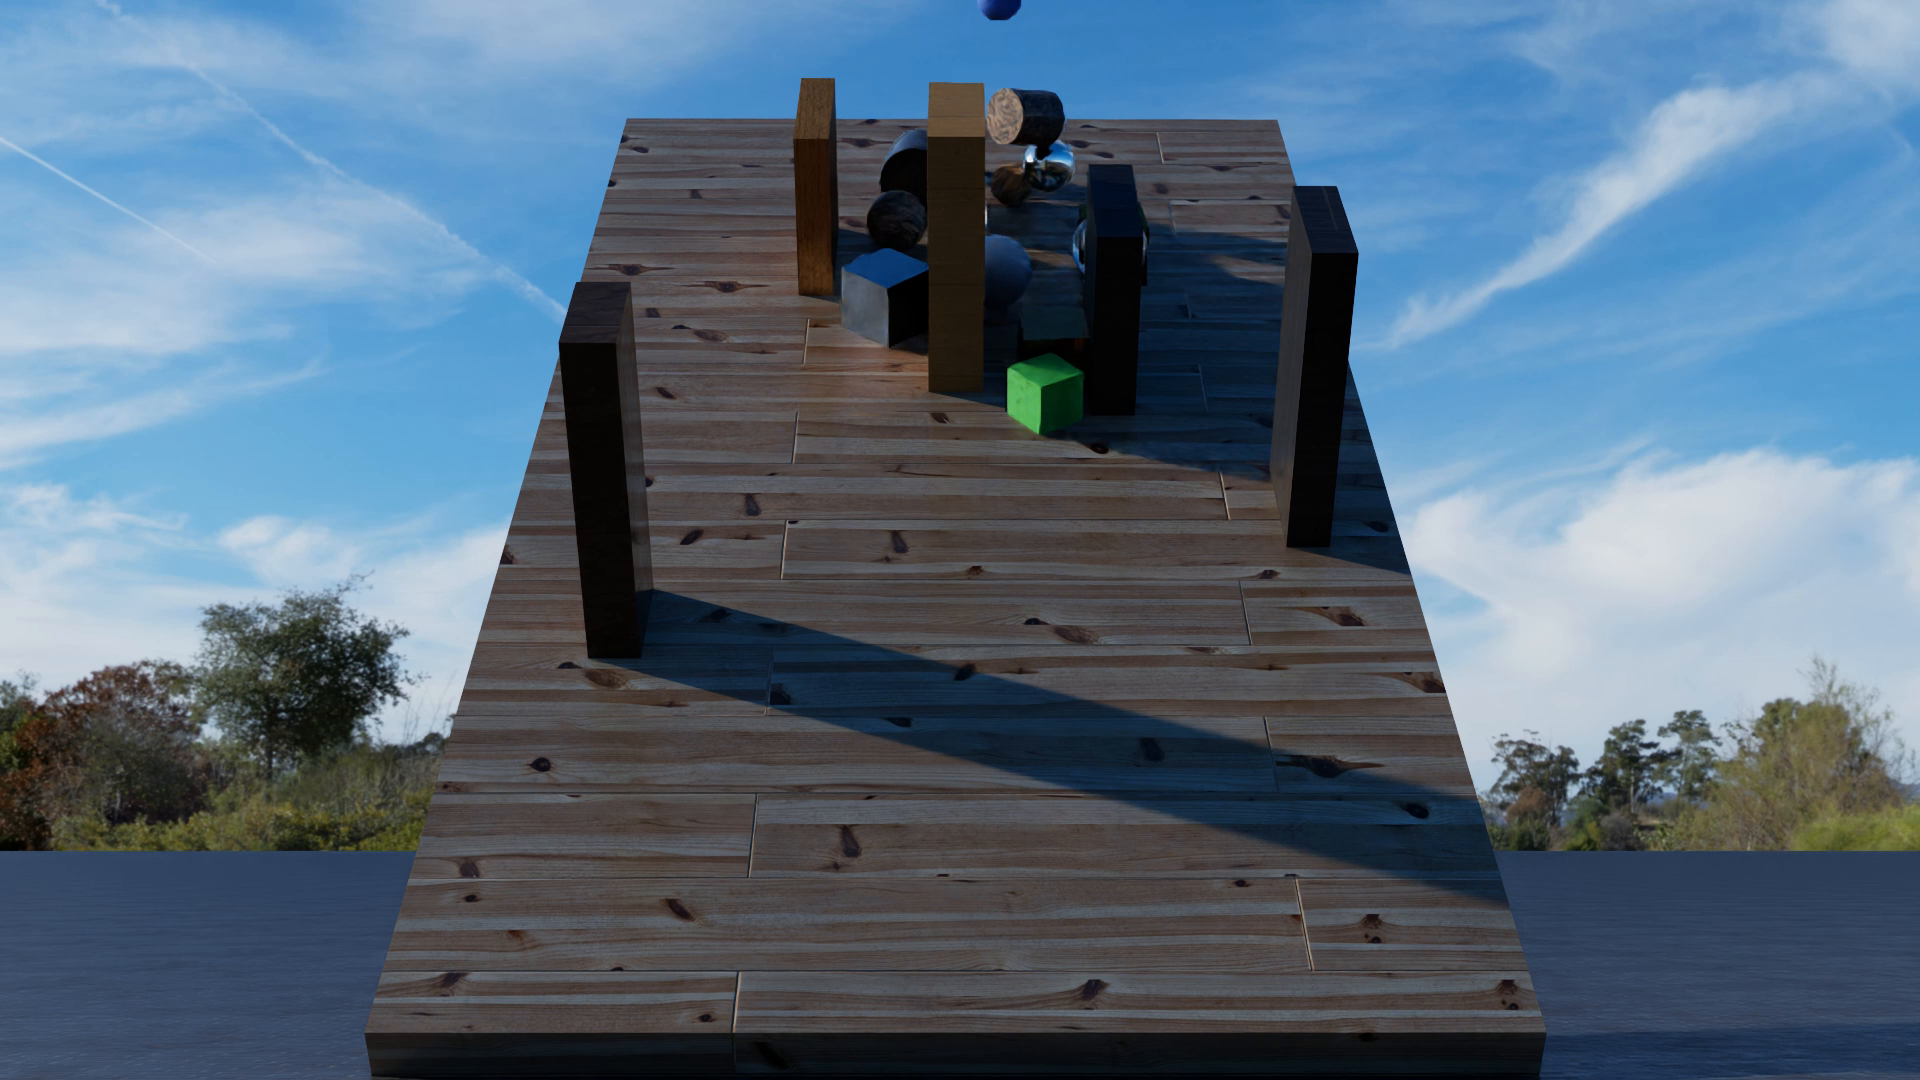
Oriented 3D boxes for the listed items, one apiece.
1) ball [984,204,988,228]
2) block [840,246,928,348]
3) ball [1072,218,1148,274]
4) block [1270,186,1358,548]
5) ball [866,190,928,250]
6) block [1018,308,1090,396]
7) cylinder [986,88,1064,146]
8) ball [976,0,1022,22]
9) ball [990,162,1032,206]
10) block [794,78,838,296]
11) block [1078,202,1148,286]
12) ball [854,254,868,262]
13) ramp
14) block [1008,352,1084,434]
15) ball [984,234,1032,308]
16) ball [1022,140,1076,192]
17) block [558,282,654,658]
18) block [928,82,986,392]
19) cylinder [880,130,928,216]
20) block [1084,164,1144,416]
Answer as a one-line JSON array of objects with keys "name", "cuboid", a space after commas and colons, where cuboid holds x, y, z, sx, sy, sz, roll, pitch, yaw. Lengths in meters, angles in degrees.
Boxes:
[{"name": "ball", "cuboid": [0.004, -0.884, 6.646, 0.149, 0.149, 0.149, 0, -7, 0]}, {"name": "block", "cuboid": [-0.185, -0.625, 6.299, 0.171, 0.171, 0.171, 27, 41, 35]}, {"name": "ball", "cuboid": [0.384, -0.752, 6.276, 0.194, 0.194, 0.194, 0, -7, 0]}, {"name": "block", "cuboid": [0.775, -0.379, 5.398, 0.096, 0.720, 0.339, 0, 32, 0]}, {"name": "ball", "cuboid": [-0.172, -0.875, 6.702, 0.166, 0.166, 0.166, 0, -7, 0]}, {"name": "block", "cuboid": [0.231, -0.463, 6.053, 0.162, 0.162, 0.162, -2, 32, -3]}, {"name": "cylinder", "cuboid": [0.179, -1.164, 6.744, 0.153, 0.153, 0.153, -5, -2, -40]}, {"name": "ball", "cuboid": [0.117, -1.626, 7.333, 0.140, 0.140, 0.140, 0, -7, 0]}, {"name": "ball", "cuboid": [0.147, -1.012, 6.966, 0.120, 0.120, 0.120, 0, -7, 0]}, {"name": "block", "cuboid": [-0.383, -0.950, 6.558, 0.091, 0.444, 0.418, 0, 32, 0]}, {"name": "block", "cuboid": [0.409, -0.793, 6.575, 0.167, 0.167, 0.167, -2, 32, -4]}, {"name": "ball", "cuboid": [-0.234, -0.693, 6.451, 0.125, 0.125, 0.125, 0, -7, 0]}, {"name": "ramp", "cuboid": [-0.015, -0.188, 5.860, 2.000, 0.100, 4.000, 0, 32, 0]}, {"name": "block", "cuboid": [0.206, -0.354, 5.909, 0.131, 0.131, 0.131, -21, 38, -30]}, {"name": "ball", "cuboid": [0.092, -0.695, 6.343, 0.190, 0.190, 0.190, 0, -7, 0]}, {"name": "ball", "cuboid": [0.249, -1.054, 6.876, 0.150, 0.150, 0.150, 0, -7, 0]}, {"name": "block", "cuboid": [-0.715, -0.136, 4.987, 0.109, 0.735, 0.263, 0, 32, 0]}, {"name": "block", "cuboid": [-0.010, -0.741, 6.012, 0.135, 0.675, 0.334, 0, 32, 0]}, {"name": "cylinder", "cuboid": [-0.114, -1.036, 6.919, 0.196, 0.196, 0.196, -1, 24, 8]}, {"name": "block", "cuboid": [0.371, -0.615, 6.002, 0.108, 0.475, 0.417, 0, 32, 0]}]
